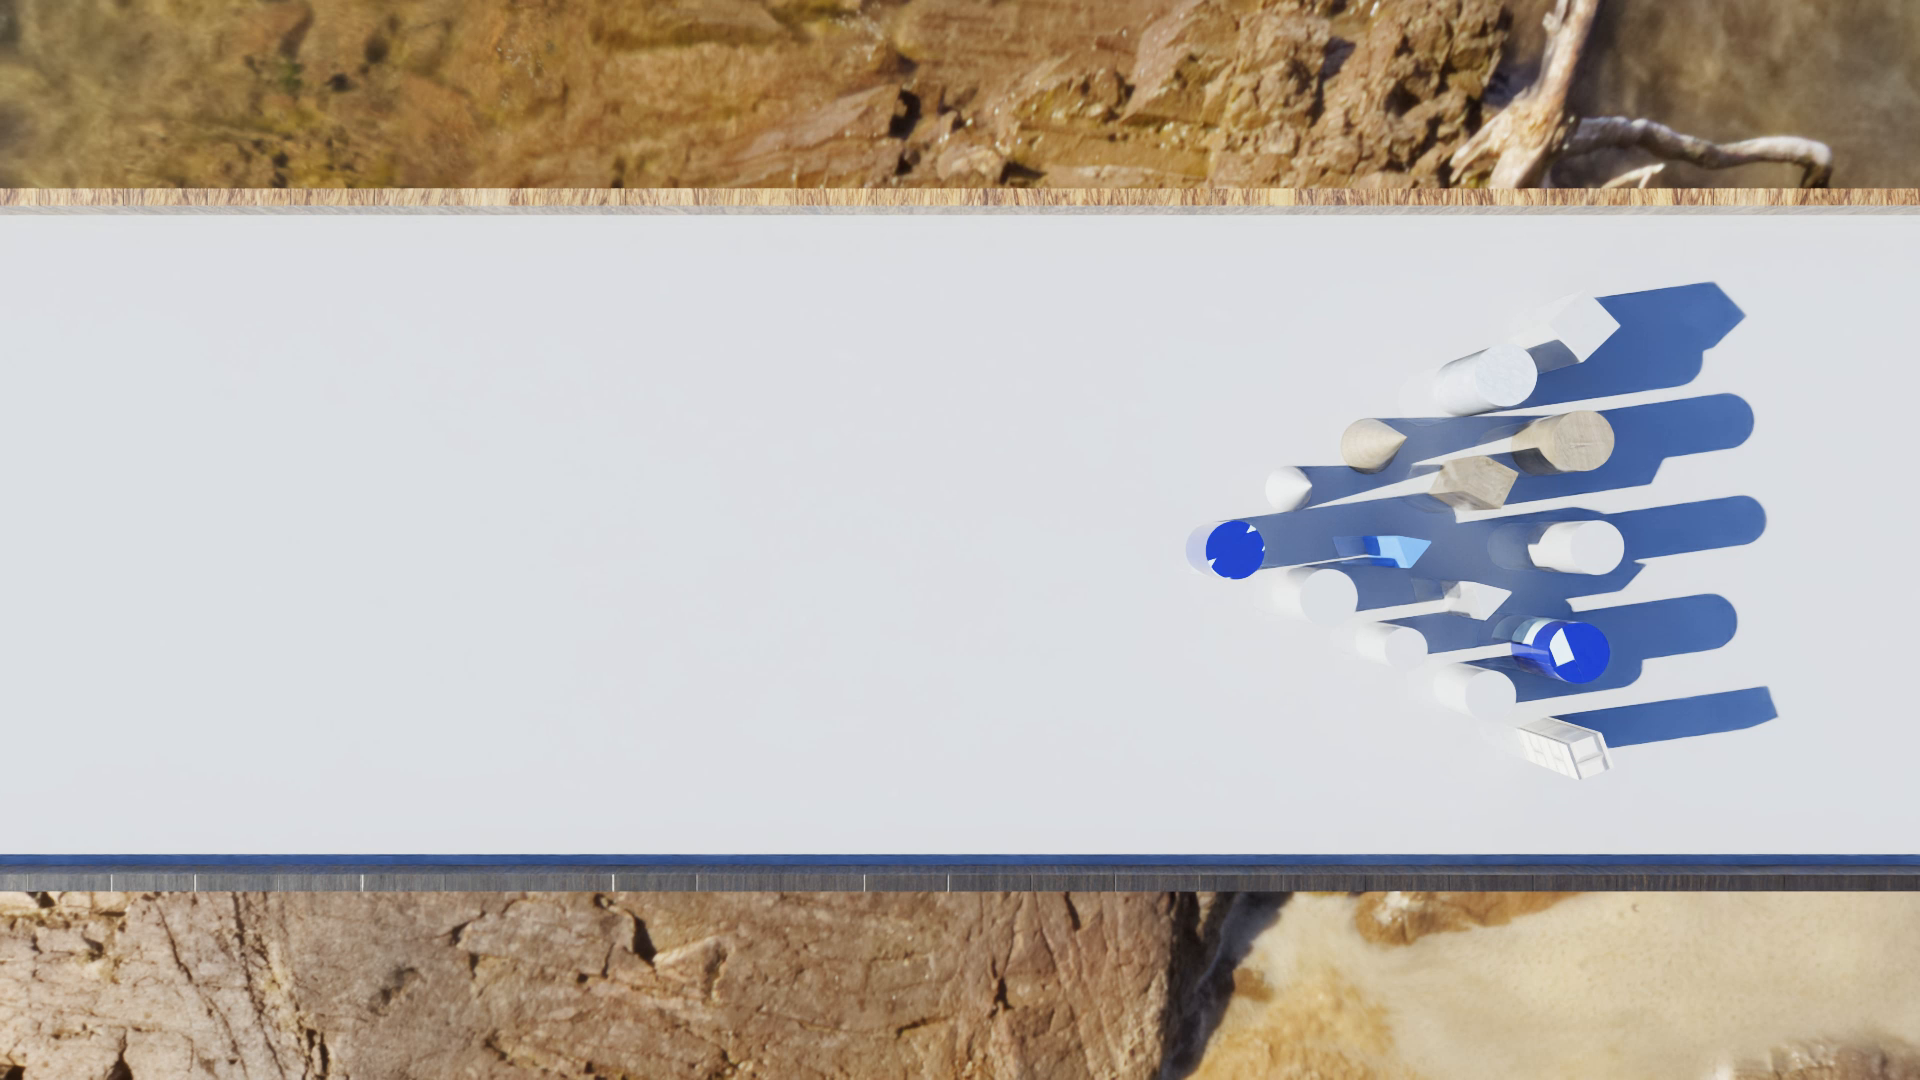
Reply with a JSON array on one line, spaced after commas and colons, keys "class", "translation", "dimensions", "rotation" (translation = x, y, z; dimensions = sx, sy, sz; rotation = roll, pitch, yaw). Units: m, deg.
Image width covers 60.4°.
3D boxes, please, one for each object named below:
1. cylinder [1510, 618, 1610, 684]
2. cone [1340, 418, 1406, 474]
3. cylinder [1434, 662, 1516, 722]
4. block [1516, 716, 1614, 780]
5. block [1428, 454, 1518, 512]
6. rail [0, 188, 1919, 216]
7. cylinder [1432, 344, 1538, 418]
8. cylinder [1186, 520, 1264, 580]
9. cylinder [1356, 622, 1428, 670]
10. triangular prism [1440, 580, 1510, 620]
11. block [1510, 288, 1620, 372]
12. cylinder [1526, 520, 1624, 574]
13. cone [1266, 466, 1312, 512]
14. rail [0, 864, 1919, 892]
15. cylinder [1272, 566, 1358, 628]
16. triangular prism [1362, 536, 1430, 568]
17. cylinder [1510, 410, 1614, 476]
[{"class": "cylinder", "translation": [1.783, 0.325, 4.912], "dimensions": [0.176, 0.329, 0.176], "rotation": [0, 90, 0]}, {"class": "cone", "translation": [1.258, -0.289, 4.857], "dimensions": [0.174, 0.440, 0.174], "rotation": [0, 90, 0]}, {"class": "cylinder", "translation": [1.532, 0.452, 4.921], "dimensions": [0.150, 0.312, 0.150], "rotation": [0, 90, 0]}, {"class": "block", "translation": [1.777, 0.611, 4.864], "dimensions": [0.105, 0.425, 0.105], "rotation": [-20, 90, 0]}, {"class": "block", "translation": [1.518, -0.166, 4.893], "dimensions": [0.116, 0.368, 0.116], "rotation": [27, 90, 0]}, {"class": "rail", "translation": [-2.247, -1.025, 5.002], "dimensions": [12.000, 0.150, 0.050], "rotation": [0, 90, 0]}, {"class": "cylinder", "translation": [1.544, -0.467, 4.870], "dimensions": [0.177, 0.413, 0.177], "rotation": [0, 90, 0]}, {"class": "cylinder", "translation": [0.777, 0.029, 4.867], "dimensions": [0.167, 0.419, 0.167], "rotation": [0, 90, 0]}, {"class": "cylinder", "translation": [1.279, 0.313, 4.903], "dimensions": [0.124, 0.346, 0.124], "rotation": [0, 90, 0]}, {"class": "triangular prism", "translation": [1.514, 0.157, 4.912], "dimensions": [0.097, 0.329, 0.112], "rotation": [44, 90, 0]}, {"class": "block", "translation": [1.798, -0.619, 4.913], "dimensions": [0.149, 0.327, 0.149], "rotation": [-44, 90, 0]}, {"class": "cylinder", "translation": [1.818, 0.022, 4.892], "dimensions": [0.155, 0.369, 0.155], "rotation": [0, 90, 0]}, {"class": "cone", "translation": [1.012, -0.157, 4.907], "dimensions": [0.144, 0.340, 0.144], "rotation": [0, 90, 0]}, {"class": "rail", "translation": [-2.247, 1.025, 5.001], "dimensions": [12.000, 0.150, 0.050], "rotation": [0, 90, 0]}, {"class": "cylinder", "translation": [1.040, 0.164, 4.865], "dimensions": [0.164, 0.423, 0.164], "rotation": [0, 90, 0]}, {"class": "triangular prism", "translation": [1.271, 0.016, 4.873], "dimensions": [0.083, 0.406, 0.096], "rotation": [39, 90, 0]}, {"class": "cylinder", "translation": [1.783, -0.285, 4.896], "dimensions": [0.175, 0.361, 0.175], "rotation": [0, 90, 0]}]
